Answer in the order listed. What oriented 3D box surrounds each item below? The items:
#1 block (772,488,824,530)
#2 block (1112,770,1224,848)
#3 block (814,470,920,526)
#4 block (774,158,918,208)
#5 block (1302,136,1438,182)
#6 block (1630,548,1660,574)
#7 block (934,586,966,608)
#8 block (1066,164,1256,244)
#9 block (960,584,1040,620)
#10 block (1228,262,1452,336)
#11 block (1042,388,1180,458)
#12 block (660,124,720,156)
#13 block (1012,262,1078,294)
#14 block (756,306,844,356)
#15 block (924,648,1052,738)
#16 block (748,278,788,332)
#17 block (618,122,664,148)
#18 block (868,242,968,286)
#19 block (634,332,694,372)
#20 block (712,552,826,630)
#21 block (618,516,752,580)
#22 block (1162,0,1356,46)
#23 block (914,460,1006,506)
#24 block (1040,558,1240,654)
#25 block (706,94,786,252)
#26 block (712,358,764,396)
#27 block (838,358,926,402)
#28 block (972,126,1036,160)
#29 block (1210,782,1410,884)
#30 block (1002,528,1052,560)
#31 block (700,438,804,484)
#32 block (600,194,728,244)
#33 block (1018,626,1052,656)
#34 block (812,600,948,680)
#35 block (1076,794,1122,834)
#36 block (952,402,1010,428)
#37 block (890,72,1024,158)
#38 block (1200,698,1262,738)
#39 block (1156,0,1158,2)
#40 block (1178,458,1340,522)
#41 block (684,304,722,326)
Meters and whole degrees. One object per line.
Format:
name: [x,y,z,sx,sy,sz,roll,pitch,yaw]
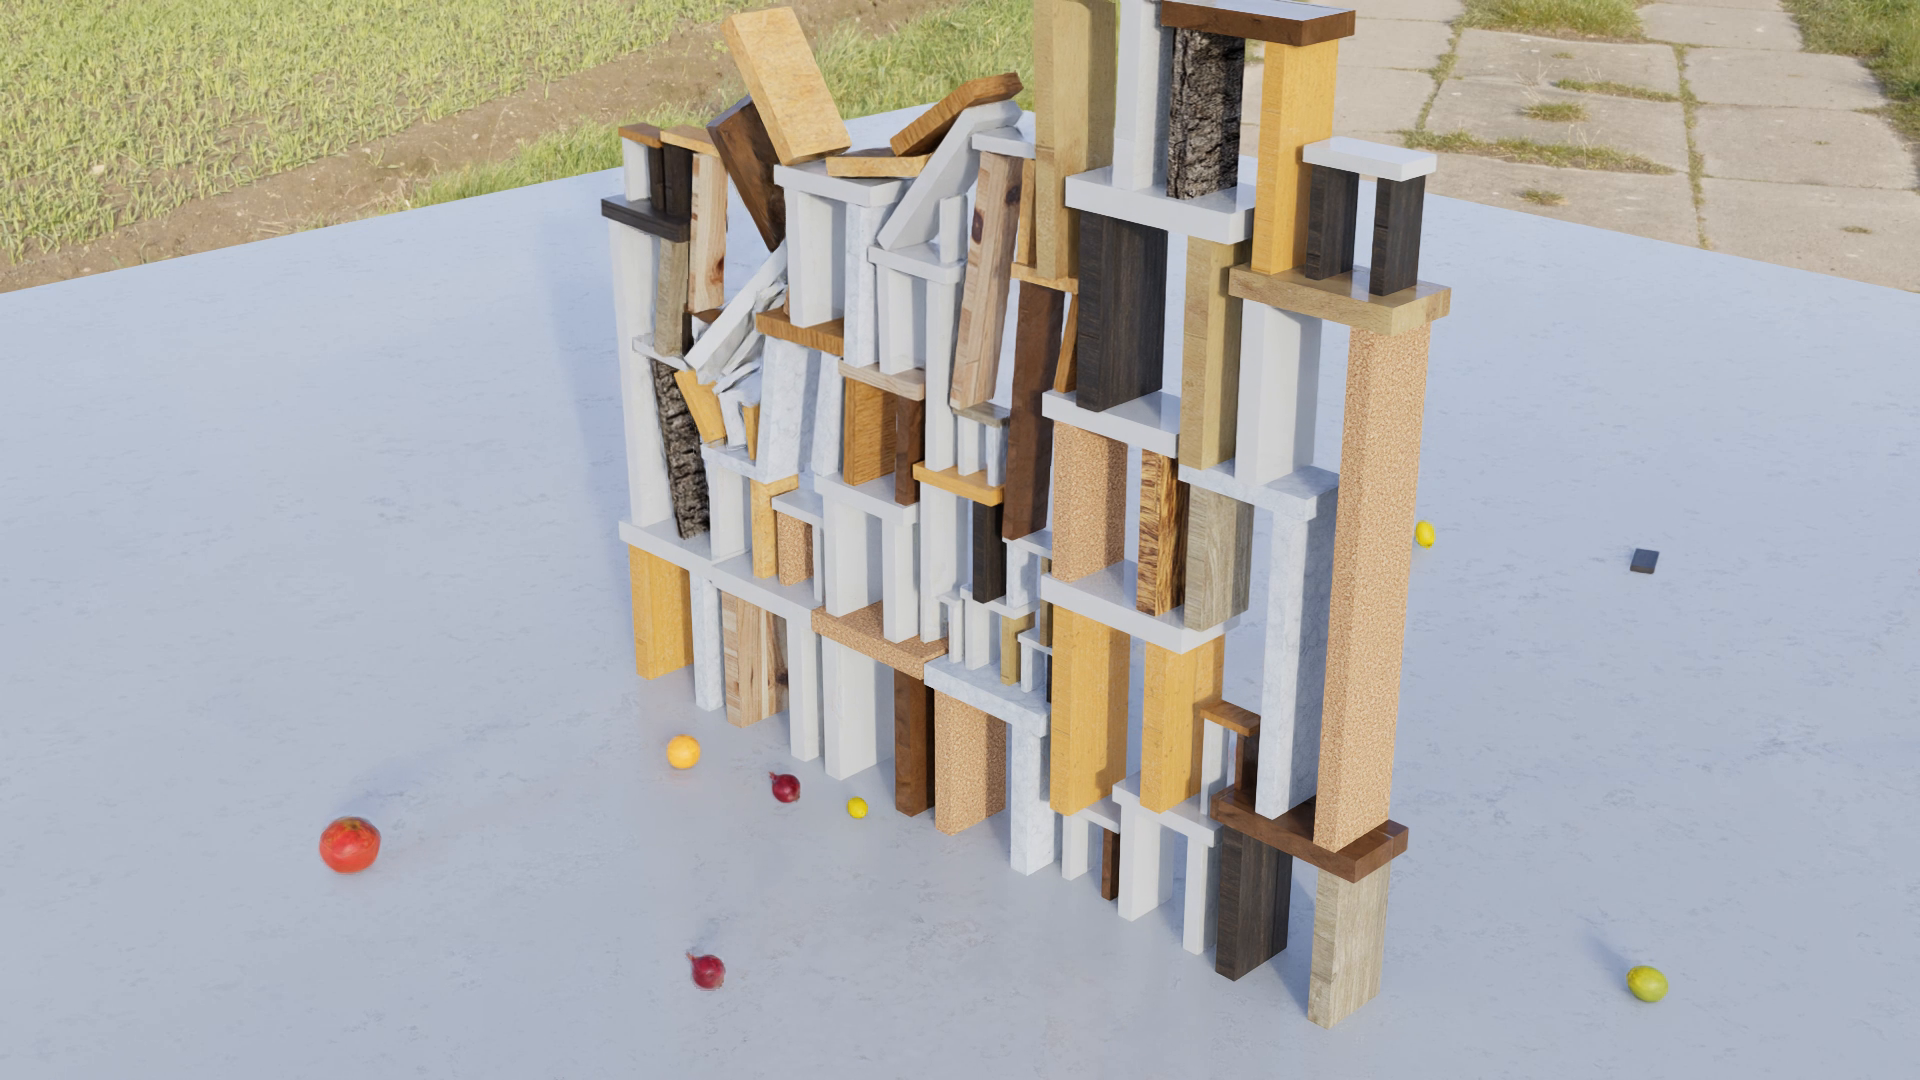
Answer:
block: [-0.302,-0.065,4.528,0.166,0.023,0.083,21,31,41]
block: [0.404,0.479,3.988,0.235,0.033,0.117,21,31,41]
block: [-0.154,-0.096,4.344,0.257,0.036,0.129,21,31,41]
block: [-0.211,-0.682,4.164,0.136,0.039,0.273,-21,30,-40]
block: [0.617,-0.575,3.314,0.090,0.025,0.179,-21,31,-40]
block: [1.748,0.054,5.612,0.059,0.017,0.117,9,25,21]
block: [-0.022,0.102,4.287,0.054,0.015,0.108,-19,30,-38]
block: [0.359,-0.556,3.602,0.346,0.049,0.173,21,31,40]
block: [0.077,0.111,4.193,0.144,0.020,0.072,21,31,40]
block: [0.588,-0.387,3.416,0.154,0.044,0.308,-21,31,-40]
block: [0.304,-0.217,3.805,0.301,0.043,0.150,21,31,40]
block: [-0.526,-0.813,4.467,0.150,0.021,0.075,19,30,26]
block: [0.188,-0.460,3.813,0.184,0.026,0.092,21,31,41]
block: [-0.267,-0.418,4.339,0.261,0.037,0.131,20,30,41]
block: [0.095,0.283,4.238,0.312,0.044,0.156,21,31,41]
block: [-0.389,-0.477,4.488,0.071,0.142,0.020,-35,79,-26]
block: [-0.644,-0.841,4.566,0.066,0.019,0.131,-21,33,-40]
block: [-0.060,-0.519,4.068,0.105,0.030,0.211,-21,31,-40]
block: [-0.612,-0.404,4.699,0.164,0.023,0.082,25,33,34]
block: [-0.362,0.098,4.656,0.319,0.045,0.159,21,31,41]
block: [-0.590,0.000,4.869,0.326,0.046,0.163,21,31,41]
block: [0.457,-0.804,3.385,0.269,0.038,0.135,21,31,40]
block: [0.020,-0.117,4.144,0.203,0.029,0.102,21,31,40]
block: [0.321,0.107,3.923,0.328,0.046,0.164,21,31,40]
block: [-0.386,-0.750,4.461,0.149,0.299,0.042,-42,34,-25]
block: [-0.466,-0.340,4.603,0.057,0.016,0.114,-31,0,-44]
block: [-0.118,-0.320,4.218,0.110,0.031,0.221,-21,31,-40]
block: [0.119,-0.686,3.802,0.093,0.026,0.186,-21,29,-40]
block: [0.598,0.486,3.779,0.305,0.043,0.153,21,31,41]
block: [0.147,0.003,4.068,0.129,0.018,0.064,21,31,40]
block: [-0.437,-0.173,4.632,0.106,0.030,0.212,-21,31,-40]
block: [-0.619,-0.681,4.602,0.261,0.037,0.131,24,33,39]
block: [0.162,0.191,4.124,0.050,0.014,0.100,-21,31,-41]
block: [-0.134,0.186,4.443,0.320,0.045,0.160,21,31,41]
block: [0.267,0.505,4.154,0.152,0.022,0.076,21,31,41]
block: [0.048,-0.236,4.069,0.058,0.016,0.116,-21,31,-40]
block: [-0.008,-0.755,3.907,0.121,0.034,0.242,-21,-3,-40]
block: [0.479,0.310,3.839,0.054,0.015,0.109,-21,31,-40]
block: [0.251,-0.921,3.553,0.307,0.043,0.153,22,31,40]
block: [0.505,-0.100,3.632,0.131,0.037,0.263,-21,31,-40]
block: [-0.526,-0.474,4.588,0.097,0.014,0.049,31,36,34]
